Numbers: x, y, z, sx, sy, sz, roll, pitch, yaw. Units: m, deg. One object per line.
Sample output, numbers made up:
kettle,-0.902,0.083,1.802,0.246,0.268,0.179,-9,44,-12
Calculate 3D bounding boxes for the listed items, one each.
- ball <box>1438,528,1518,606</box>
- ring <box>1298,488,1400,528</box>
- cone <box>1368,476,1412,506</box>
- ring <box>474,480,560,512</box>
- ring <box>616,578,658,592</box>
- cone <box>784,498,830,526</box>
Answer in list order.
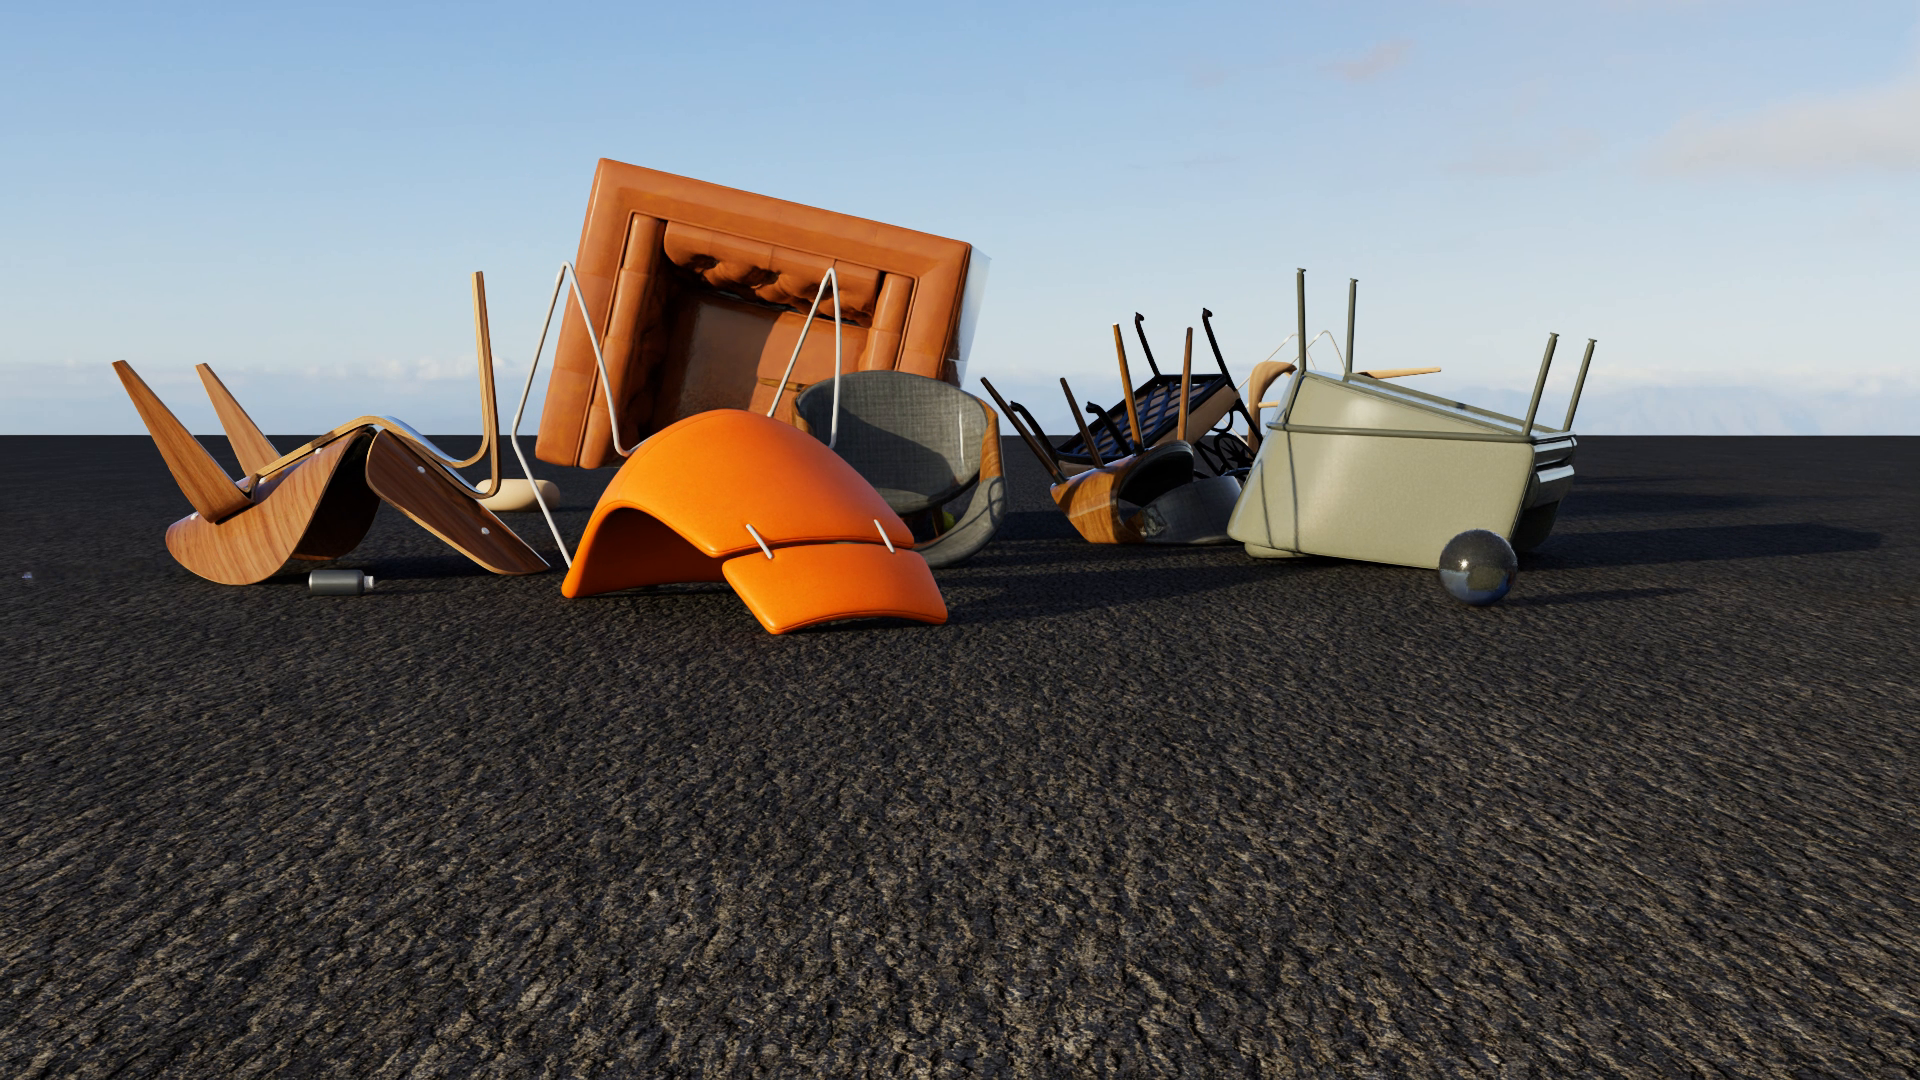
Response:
ball,1.071,0.057,4.551,0.160,0.160,0.160,0,4,0
ring,1.284,-0.106,7.254,0.279,0.116,0.448,2,5,41
cone,1.588,-0.143,8.147,0.161,0.183,0.092,1,49,14
ring,-1.635,-0.164,8.119,0.333,0.114,0.288,3,4,32
ring,-0.719,0.101,4.902,0.091,0.025,0.102,2,4,13
cone,-0.488,-0.072,7.268,0.156,0.090,0.105,22,35,32
